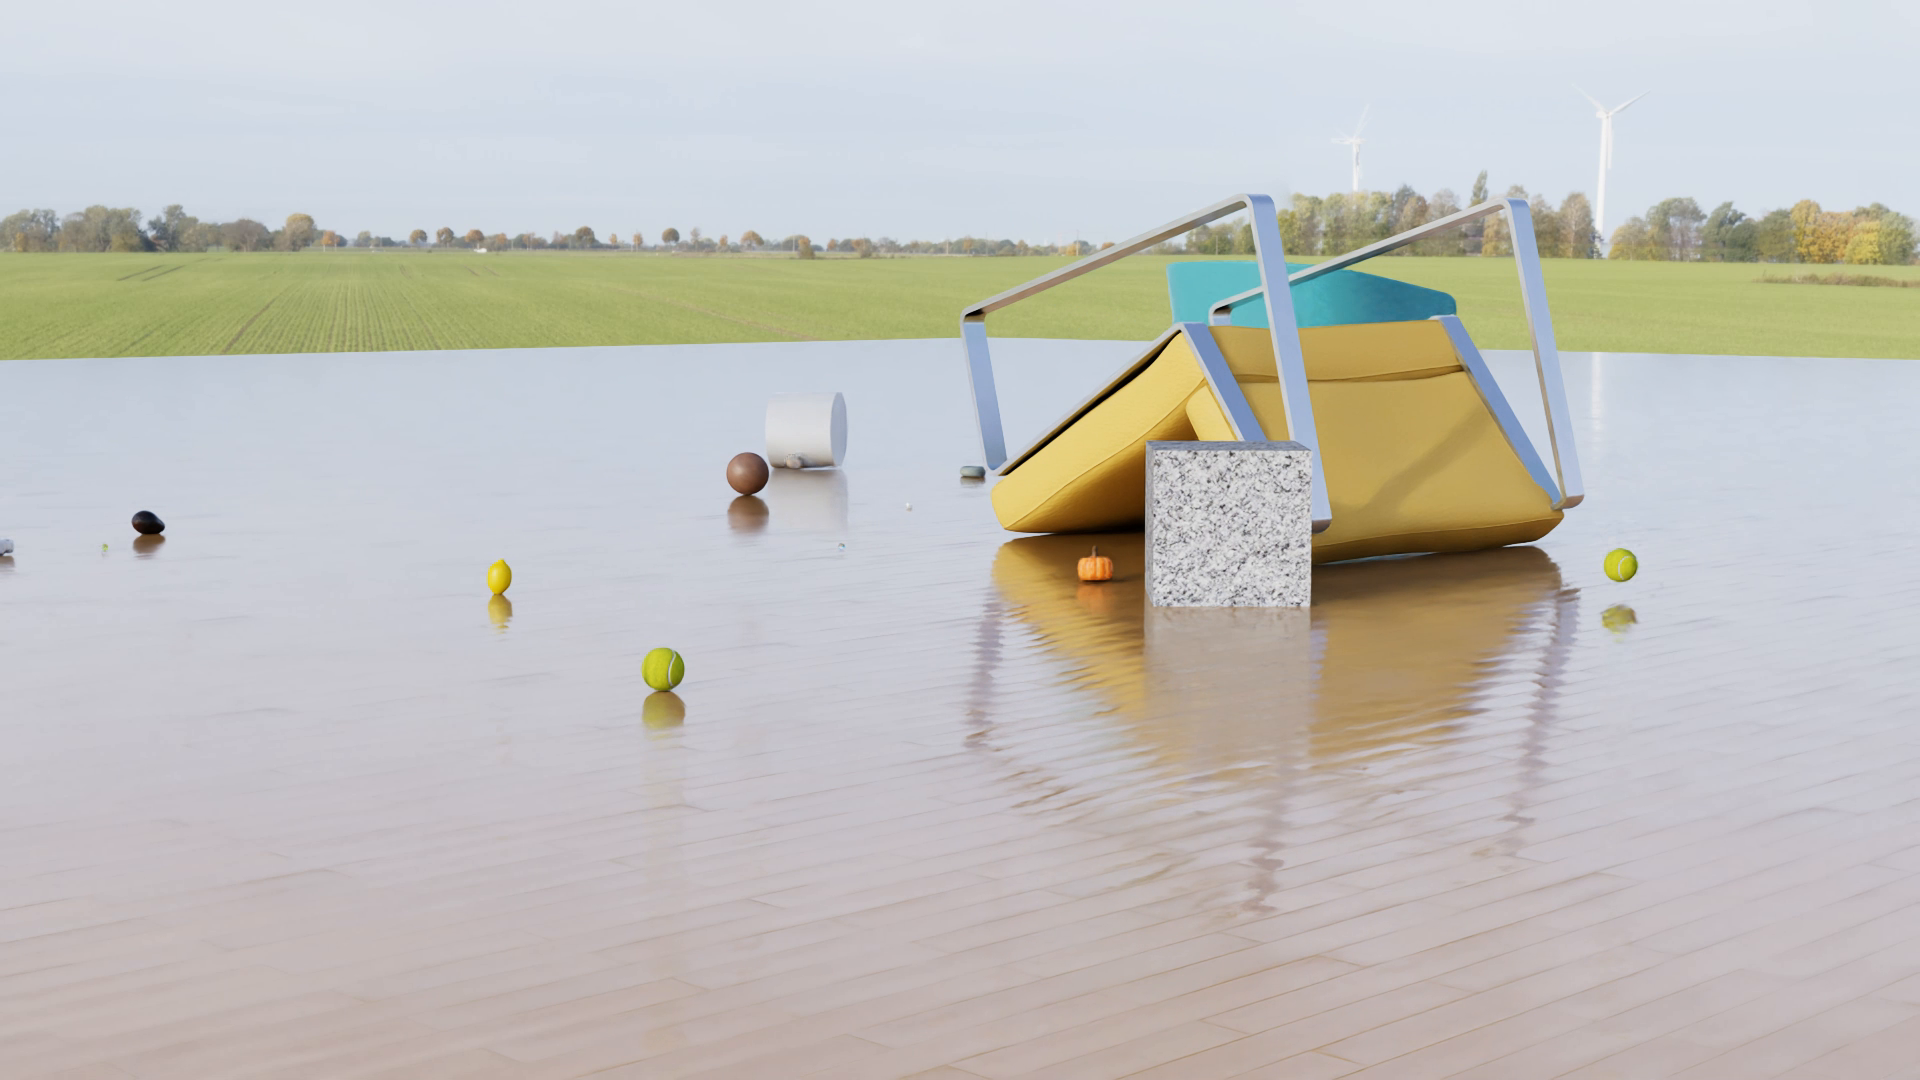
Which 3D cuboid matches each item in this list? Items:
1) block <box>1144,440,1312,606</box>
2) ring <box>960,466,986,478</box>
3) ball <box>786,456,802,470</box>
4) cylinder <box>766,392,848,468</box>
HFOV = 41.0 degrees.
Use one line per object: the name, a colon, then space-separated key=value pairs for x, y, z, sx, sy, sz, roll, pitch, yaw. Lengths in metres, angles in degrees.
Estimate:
block: x=0.546 y=-0.038 z=5.264 sx=0.314 sy=0.311 sz=0.310 roll=0 pitch=6 yaw=1
ring: x=0.043 y=-0.226 z=8.451 sx=0.087 sy=0.033 sz=0.115 roll=1 pitch=5 yaw=6
ball: x=-0.562 y=-0.261 z=8.695 sx=0.052 sy=0.052 sz=0.052 roll=0 pitch=6 yaw=0
cylinder: x=-0.526 y=-0.378 z=8.801 sx=0.227 sy=0.247 sz=0.271 roll=0 pitch=45 yaw=11
